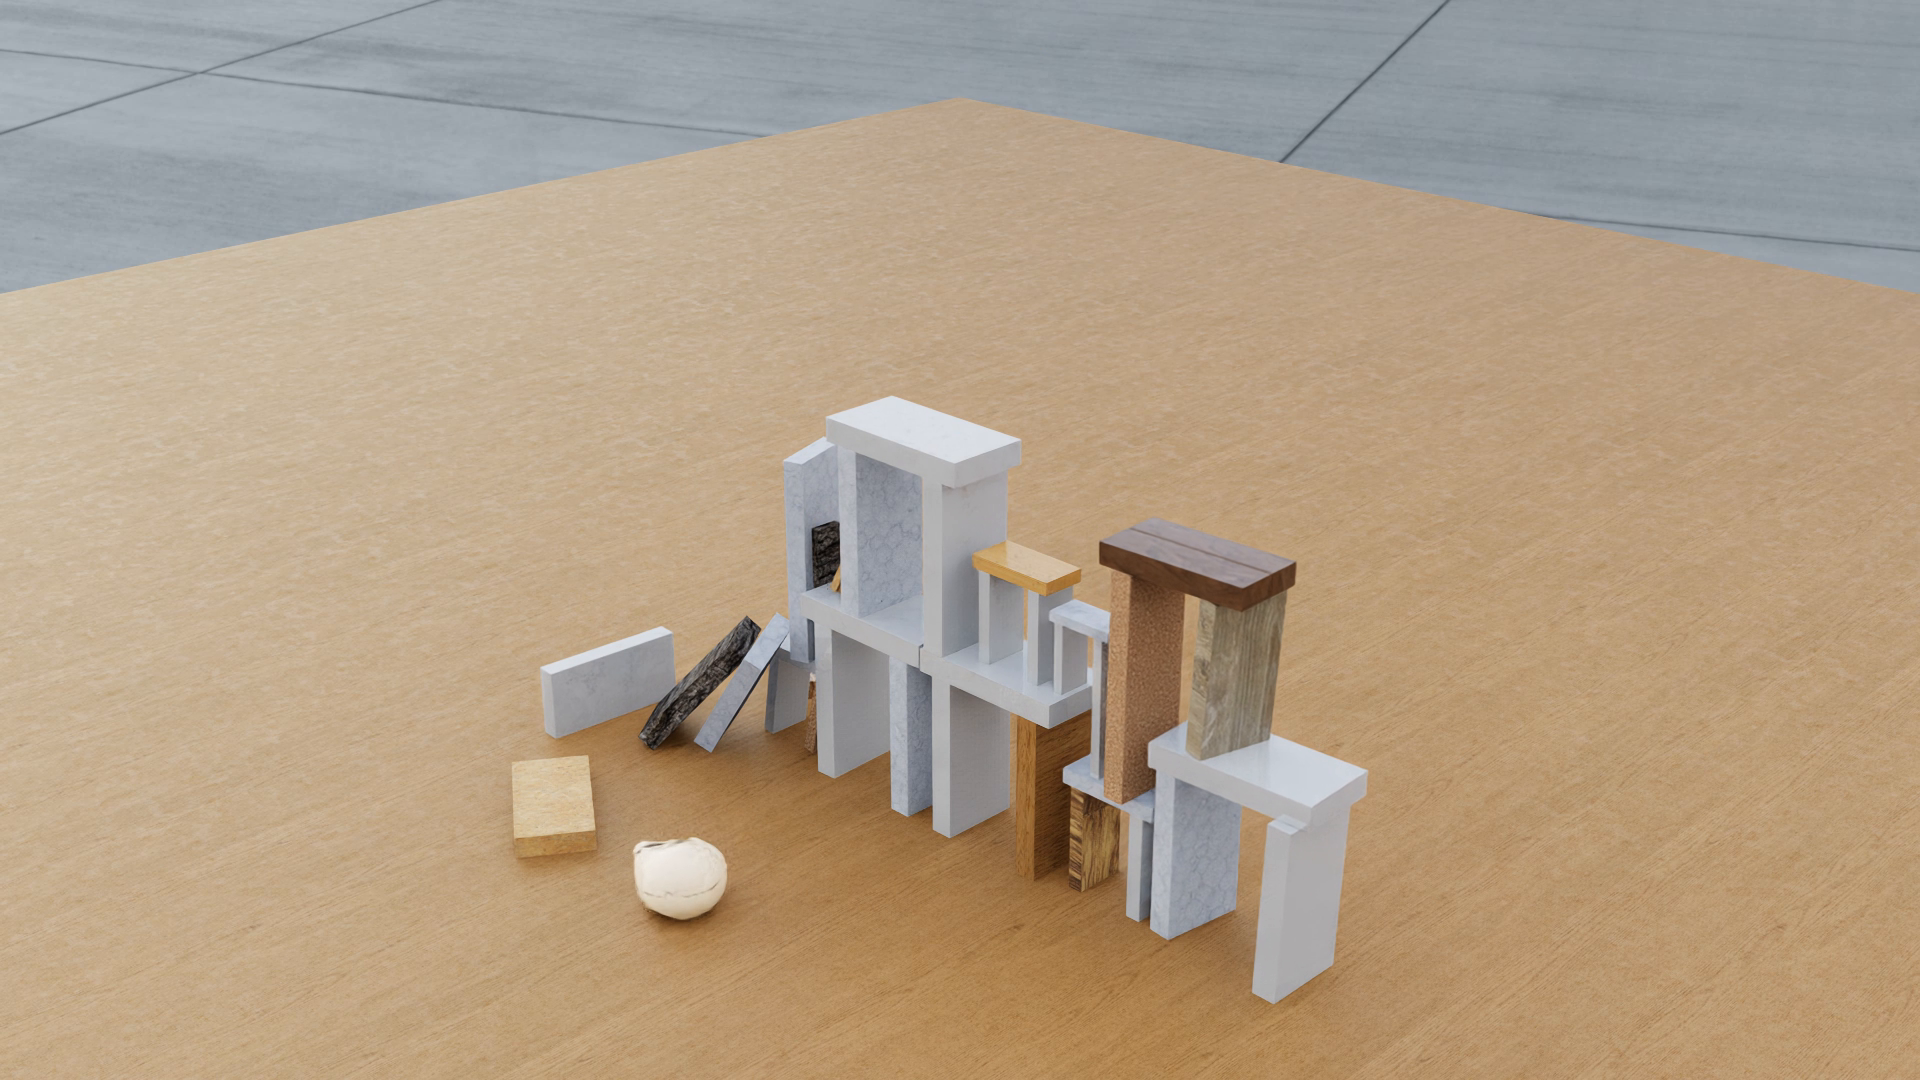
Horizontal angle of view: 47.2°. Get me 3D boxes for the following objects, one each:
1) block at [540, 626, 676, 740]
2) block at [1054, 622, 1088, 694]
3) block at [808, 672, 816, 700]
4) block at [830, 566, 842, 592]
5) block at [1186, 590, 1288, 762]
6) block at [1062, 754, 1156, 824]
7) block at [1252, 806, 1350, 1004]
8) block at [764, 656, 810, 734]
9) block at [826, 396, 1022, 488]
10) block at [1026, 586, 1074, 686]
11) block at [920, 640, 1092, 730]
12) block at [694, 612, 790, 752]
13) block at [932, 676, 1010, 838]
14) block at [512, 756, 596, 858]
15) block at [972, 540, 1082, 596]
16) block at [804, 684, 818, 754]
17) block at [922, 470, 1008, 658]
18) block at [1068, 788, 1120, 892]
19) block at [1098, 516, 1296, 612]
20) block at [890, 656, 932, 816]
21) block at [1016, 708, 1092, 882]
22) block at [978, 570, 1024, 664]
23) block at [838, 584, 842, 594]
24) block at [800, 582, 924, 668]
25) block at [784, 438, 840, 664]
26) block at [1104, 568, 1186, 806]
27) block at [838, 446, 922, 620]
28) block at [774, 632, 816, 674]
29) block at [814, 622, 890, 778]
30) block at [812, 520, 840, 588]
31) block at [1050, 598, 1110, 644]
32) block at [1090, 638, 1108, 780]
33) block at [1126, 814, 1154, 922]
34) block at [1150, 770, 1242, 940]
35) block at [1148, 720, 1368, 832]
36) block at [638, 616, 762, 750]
[{"bbox_3d":[-0.769,0.311,4.827,0.313,0.157,0.044,-19,29,-37],"label":"block"},{"bbox_3d":[0.206,0.210,4.084,0.071,0.142,0.020,-21,31,-41],"label":"block"},{"bbox_3d":[-0.322,0.273,5.060,0.155,0.044,0.310,-4,23,-9],"label":"block"},{"bbox_3d":[-0.219,0.051,4.479,0.062,0.123,0.017,-21,59,-41],"label":"block"},{"bbox_3d":[0.480,0.225,3.822,0.154,0.309,0.044,-13,31,-28],"label":"block"},{"bbox_3d":[0.309,0.456,4.089,0.218,0.031,0.109,21,31,41],"label":"block"},{"bbox_3d":[0.597,0.624,3.847,0.173,0.346,0.049,-21,33,-41],"label":"block"},{"bbox_3d":[-0.371,0.317,4.762,0.028,0.195,0.098,30,36,35],"label":"block"},{"bbox_3d":[-0.073,-0.191,4.227,0.178,0.050,0.356,-21,31,-41],"label":"block"},{"bbox_3d":[0.169,0.169,4.119,0.095,0.190,0.027,-21,31,-41],"label":"block"},{"bbox_3d":[0.104,0.256,4.219,0.171,0.048,0.342,-21,31,-41],"label":"block"},{"bbox_3d":[-0.457,0.302,4.640,0.044,0.313,0.157,33,43,-1],"label":"block"},{"bbox_3d":[0.023,0.405,4.370,0.048,0.342,0.171,21,31,41],"label":"block"},{"bbox_3d":[-0.822,0.535,4.443,0.157,0.044,0.313,-5,23,-11],"label":"block"},{"bbox_3d":[0.124,0.052,4.118,0.190,0.027,0.095,21,31,41],"label":"block"},{"bbox_3d":[-0.272,0.354,4.674,0.098,0.195,0.028,-21,45,-41],"label":"block"},{"bbox_3d":[0.011,0.030,4.230,0.178,0.360,0.050,-21,31,-41],"label":"block"},{"bbox_3d":[0.257,0.551,4.184,0.109,0.218,0.031,-21,31,-41],"label":"block"},{"bbox_3d":[0.409,0.039,3.806,0.309,0.044,0.154,19,29,39],"label":"block"},{"bbox_3d":[-0.061,0.370,4.447,0.049,0.346,0.173,21,31,41],"label":"block"},{"bbox_3d":[0.185,0.467,4.221,0.048,0.342,0.171,21,31,41],"label":"block"},{"bbox_3d":[0.079,0.134,4.201,0.095,0.190,0.027,-21,31,-41],"label":"block"},{"bbox_3d":[-0.203,0.057,4.463,0.062,0.123,0.017,-21,55,-41],"label":"block"},{"bbox_3d":[-0.142,0.156,4.444,0.173,0.049,0.346,-21,31,-41],"label":"block"},{"bbox_3d":[-0.299,0.022,4.564,0.044,0.445,0.155,12,26,26],"label":"block"},{"bbox_3d":[0.333,0.245,3.964,0.044,0.455,0.154,22,31,40],"label":"block"},{"bbox_3d":[-0.157,-0.037,4.383,0.050,0.355,0.178,21,31,41],"label":"block"},{"bbox_3d":[-0.309,0.240,4.656,0.195,0.028,0.098,20,30,38],"label":"block"},{"bbox_3d":[-0.221,0.307,4.593,0.049,0.346,0.173,20,30,38],"label":"block"},{"bbox_3d":[-0.275,0.106,4.559,0.017,0.295,0.062,21,30,40],"label":"block"},{"bbox_3d":[0.240,0.148,4.022,0.142,0.020,0.071,21,31,40],"label":"block"},{"bbox_3d":[0.274,0.301,4.050,0.020,0.284,0.071,21,31,41],"label":"block"},{"bbox_3d":[0.360,0.591,4.090,0.109,0.218,0.031,-21,31,-41],"label":"block"},{"bbox_3d":[0.435,0.547,4.029,0.173,0.346,0.049,-17,28,-34],"label":"block"},{"bbox_3d":[0.521,0.402,3.865,0.346,0.049,0.173,19,30,39],"label":"block"},{"bbox_3d":[-0.557,0.306,4.709,0.044,0.310,0.155,42,23,-9],"label":"block"}]
